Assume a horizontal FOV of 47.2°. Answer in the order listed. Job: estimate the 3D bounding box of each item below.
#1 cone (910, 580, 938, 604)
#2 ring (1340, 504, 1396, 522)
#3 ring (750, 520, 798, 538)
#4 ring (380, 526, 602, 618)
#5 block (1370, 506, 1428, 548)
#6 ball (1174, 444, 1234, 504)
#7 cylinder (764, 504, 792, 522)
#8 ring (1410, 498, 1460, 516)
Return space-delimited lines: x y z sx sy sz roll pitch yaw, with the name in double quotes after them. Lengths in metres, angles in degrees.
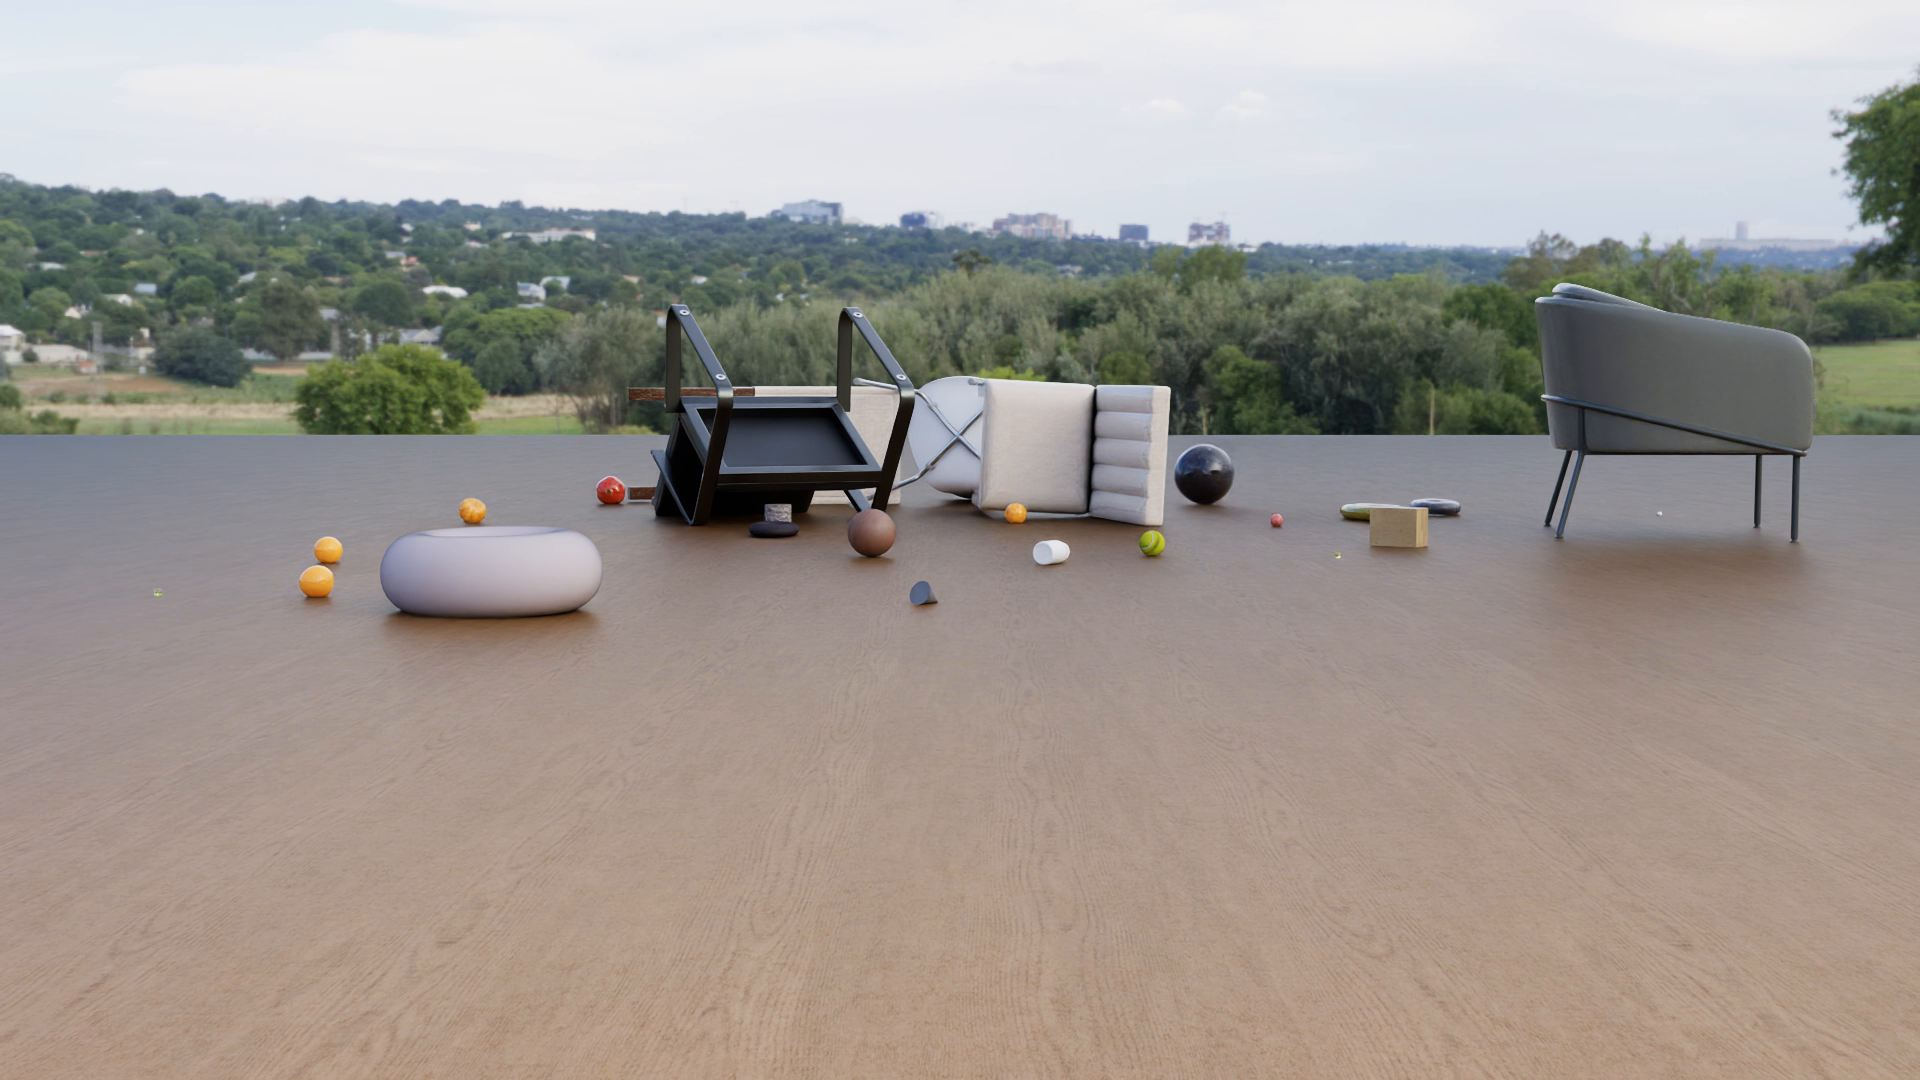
-0.065 0.121 4.611 0.056 0.053 0.062 -6 -24 39 "cone"
1.429 -0.093 7.530 0.193 0.053 0.412 -1 4 -18 "ring"
-0.571 -0.034 6.750 0.152 0.040 0.285 1 4 -1 "ring"
-0.951 0.063 4.466 0.478 0.163 0.404 2 5 32 "ring"
1.259 -0.039 6.311 0.145 0.109 0.076 3 5 37 "block"
0.951 -0.255 8.558 0.235 0.235 0.235 0 4 0 "ball"
-0.580 -0.072 7.002 0.080 0.082 0.090 3 5 40 "cylinder"
1.704 -0.117 7.887 0.181 0.052 0.276 2 5 12 "ring"
